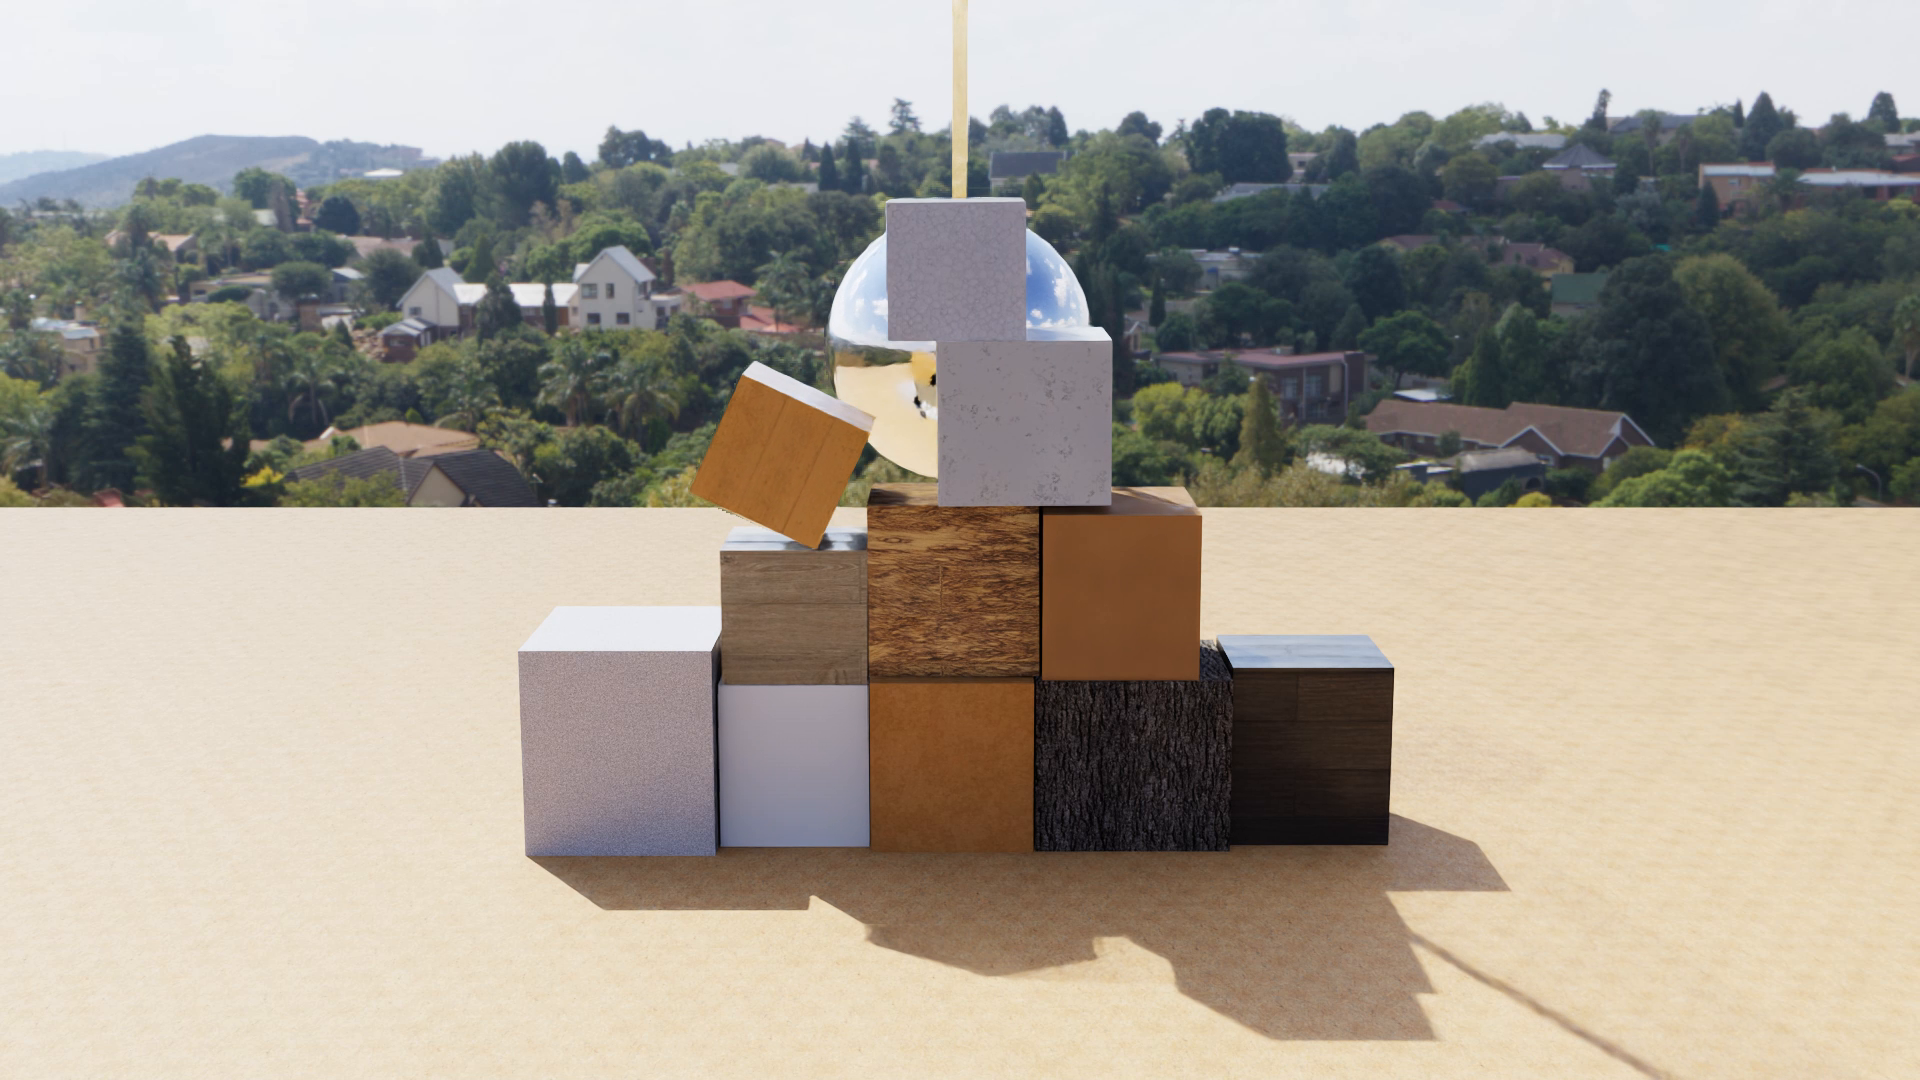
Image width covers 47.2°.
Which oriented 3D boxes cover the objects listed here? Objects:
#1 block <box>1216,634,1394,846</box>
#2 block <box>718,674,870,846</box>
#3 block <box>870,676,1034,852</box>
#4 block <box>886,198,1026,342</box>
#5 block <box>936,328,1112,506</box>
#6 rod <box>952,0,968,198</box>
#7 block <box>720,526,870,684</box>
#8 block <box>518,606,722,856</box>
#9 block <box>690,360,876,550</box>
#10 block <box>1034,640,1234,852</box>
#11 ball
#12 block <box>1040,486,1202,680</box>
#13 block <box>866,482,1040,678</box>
[{"bbox_3d":[1.760,1.021,11.378,0.802,0.921,0.740,0,10,0],"label":"block"},{"bbox_3d":[-0.830,1.067,11.372,0.751,0.831,0.753,0,10,0],"label":"block"},{"bbox_3d":[-0.040,1.050,11.366,0.811,0.868,0.937,0,10,0],"label":"block"},{"bbox_3d":[-0.016,-1.354,10.929,0.671,0.664,0.756,0,10,0],"label":"block"},{"bbox_3d":[0.314,-0.631,11.047,0.847,0.806,0.760,0,10,0],"label":"block"},{"bbox_3d":[0.000,-4.084,11.351,0.080,5.200,0.080,0,31,0],"label":"rod"},{"bbox_3d":[-0.823,0.326,11.223,0.721,0.682,0.681,0,10,0],"label":"block"},{"bbox_3d":[-1.688,0.963,11.350,0.945,1.045,1.042,0,10,0],"label":"block"},{"bbox_3d":[-0.883,-0.437,11.081,0.686,0.639,0.654,25,9,-4],"label":"block"},{"bbox_3d":[0.862,1.045,11.374,0.973,0.875,0.921,0,10,0],"label":"block"},{"bbox_3d":[0.000,-1.155,13.079,1.600,1.600,1.600,0,10,0],"label":"ball"},{"bbox_3d":[0.793,0.207,11.221,0.775,0.828,0.889,0,10,0],"label":"block"},{"bbox_3d":[-0.031,0.190,11.222,0.845,0.867,0.718,0,10,0],"label":"block"}]
